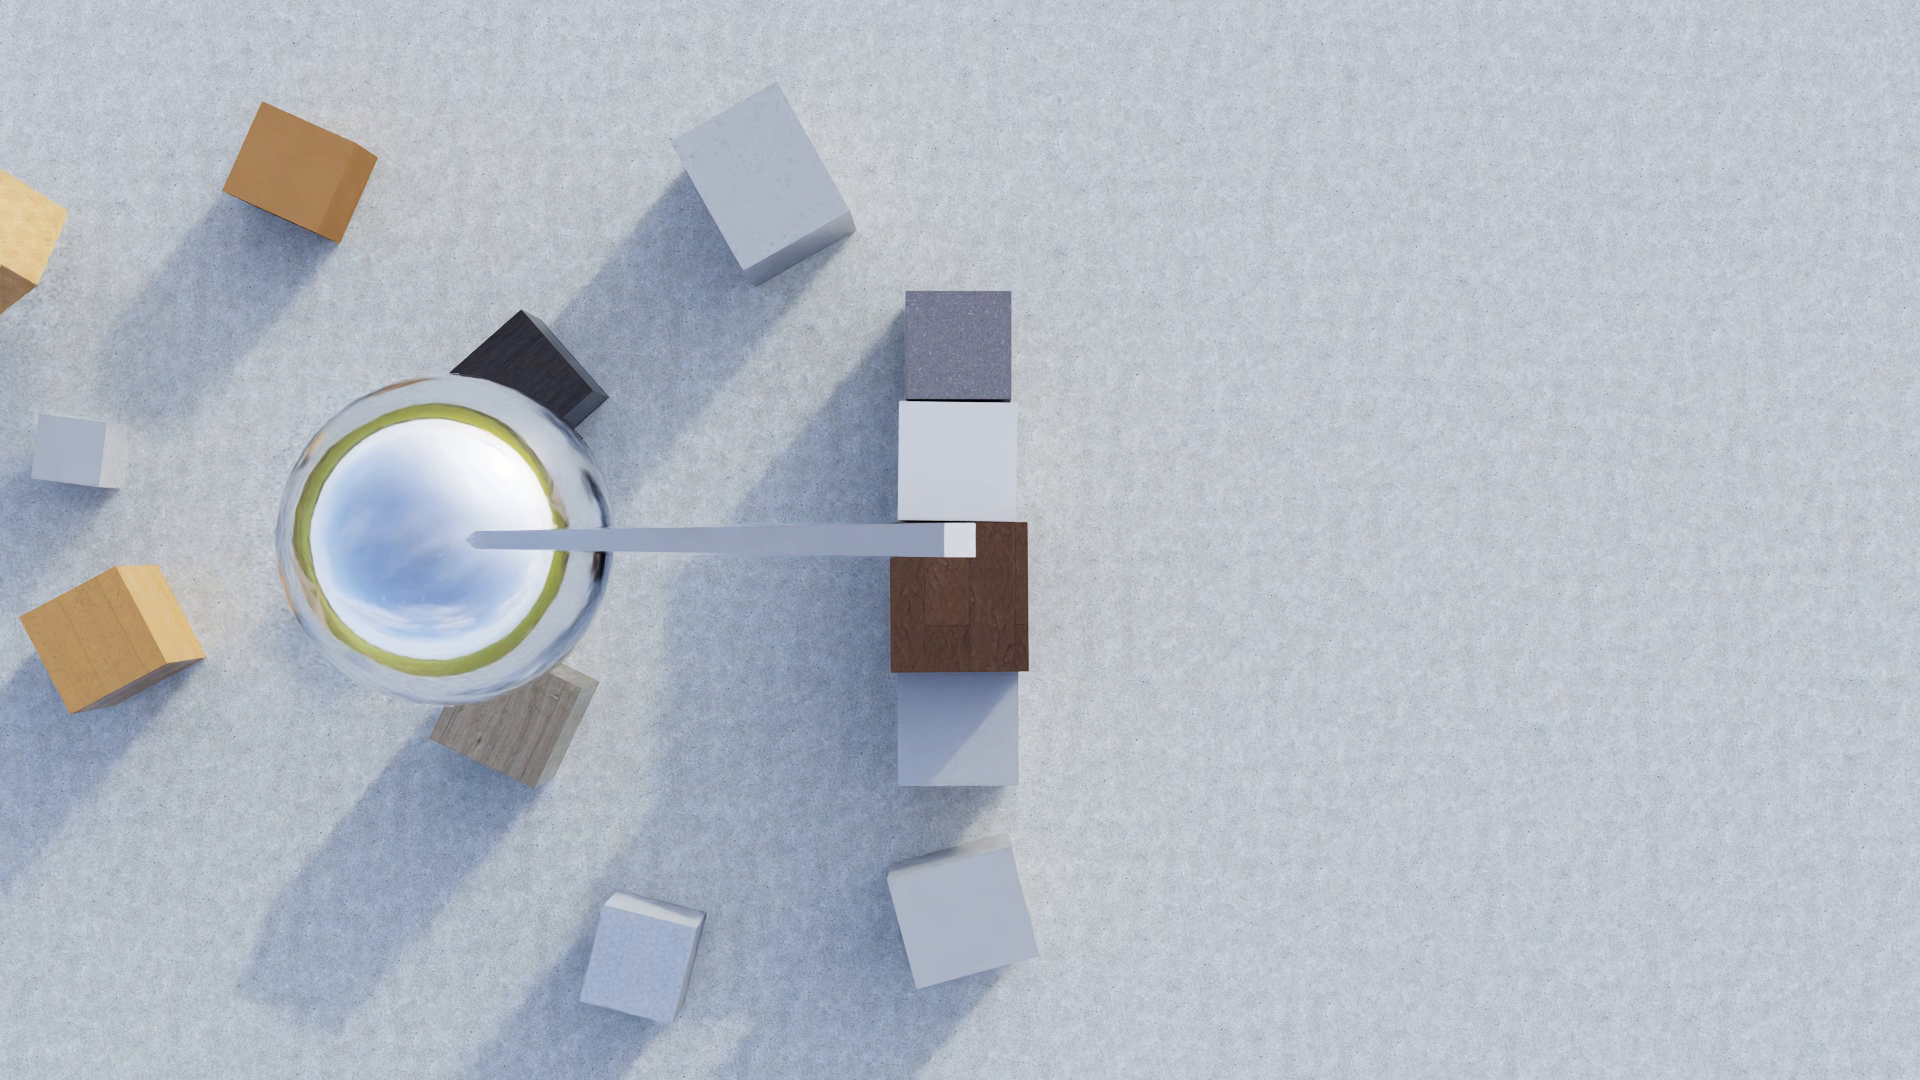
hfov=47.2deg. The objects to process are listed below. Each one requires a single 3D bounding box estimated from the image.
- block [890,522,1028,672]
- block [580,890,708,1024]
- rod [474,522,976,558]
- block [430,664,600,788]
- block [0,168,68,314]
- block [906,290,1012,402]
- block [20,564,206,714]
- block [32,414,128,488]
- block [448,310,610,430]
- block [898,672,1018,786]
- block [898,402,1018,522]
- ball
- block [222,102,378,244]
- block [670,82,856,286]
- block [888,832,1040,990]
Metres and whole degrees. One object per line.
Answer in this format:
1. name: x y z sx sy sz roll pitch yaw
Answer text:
1. block: -0.004 0.318 12.579 0.764 0.842 0.827 -1 90 0
2. block: -1.826 2.407 12.733 0.543 0.533 0.563 14 90 0
3. rod: -1.072 0.000 7.528 0.080 5.200 0.080 0 90 -24
4. block: -2.561 0.978 12.697 0.658 0.607 0.626 25 90 0
5. block: -5.571 -1.723 12.465 0.549 0.651 0.567 -24 45 35
6. block: -0.009 -1.094 12.666 0.595 0.667 0.607 0 90 0
7. block: -4.869 0.563 12.674 0.615 0.651 0.618 -28 90 0
8. block: -5.133 -0.516 12.833 0.394 0.334 0.375 7 90 0
9. block: -2.494 -0.880 12.707 0.585 0.587 0.614 -41 90 0
10. block: -0.010 1.064 12.717 0.682 0.565 0.651 0 90 0
11. block: -0.014 -0.440 12.663 0.663 0.674 0.666 1 90 0
12. ball: -2.474 0.000 10.626 1.600 1.600 1.600 0 90 0
13. block: -3.823 -2.126 12.767 0.590 0.467 0.560 24 90 0
14. block: -1.111 -2.022 12.610 0.683 0.779 0.825 -29 90 0
15. block: 0.018 2.127 12.688 0.717 0.623 0.637 -15 90 0
